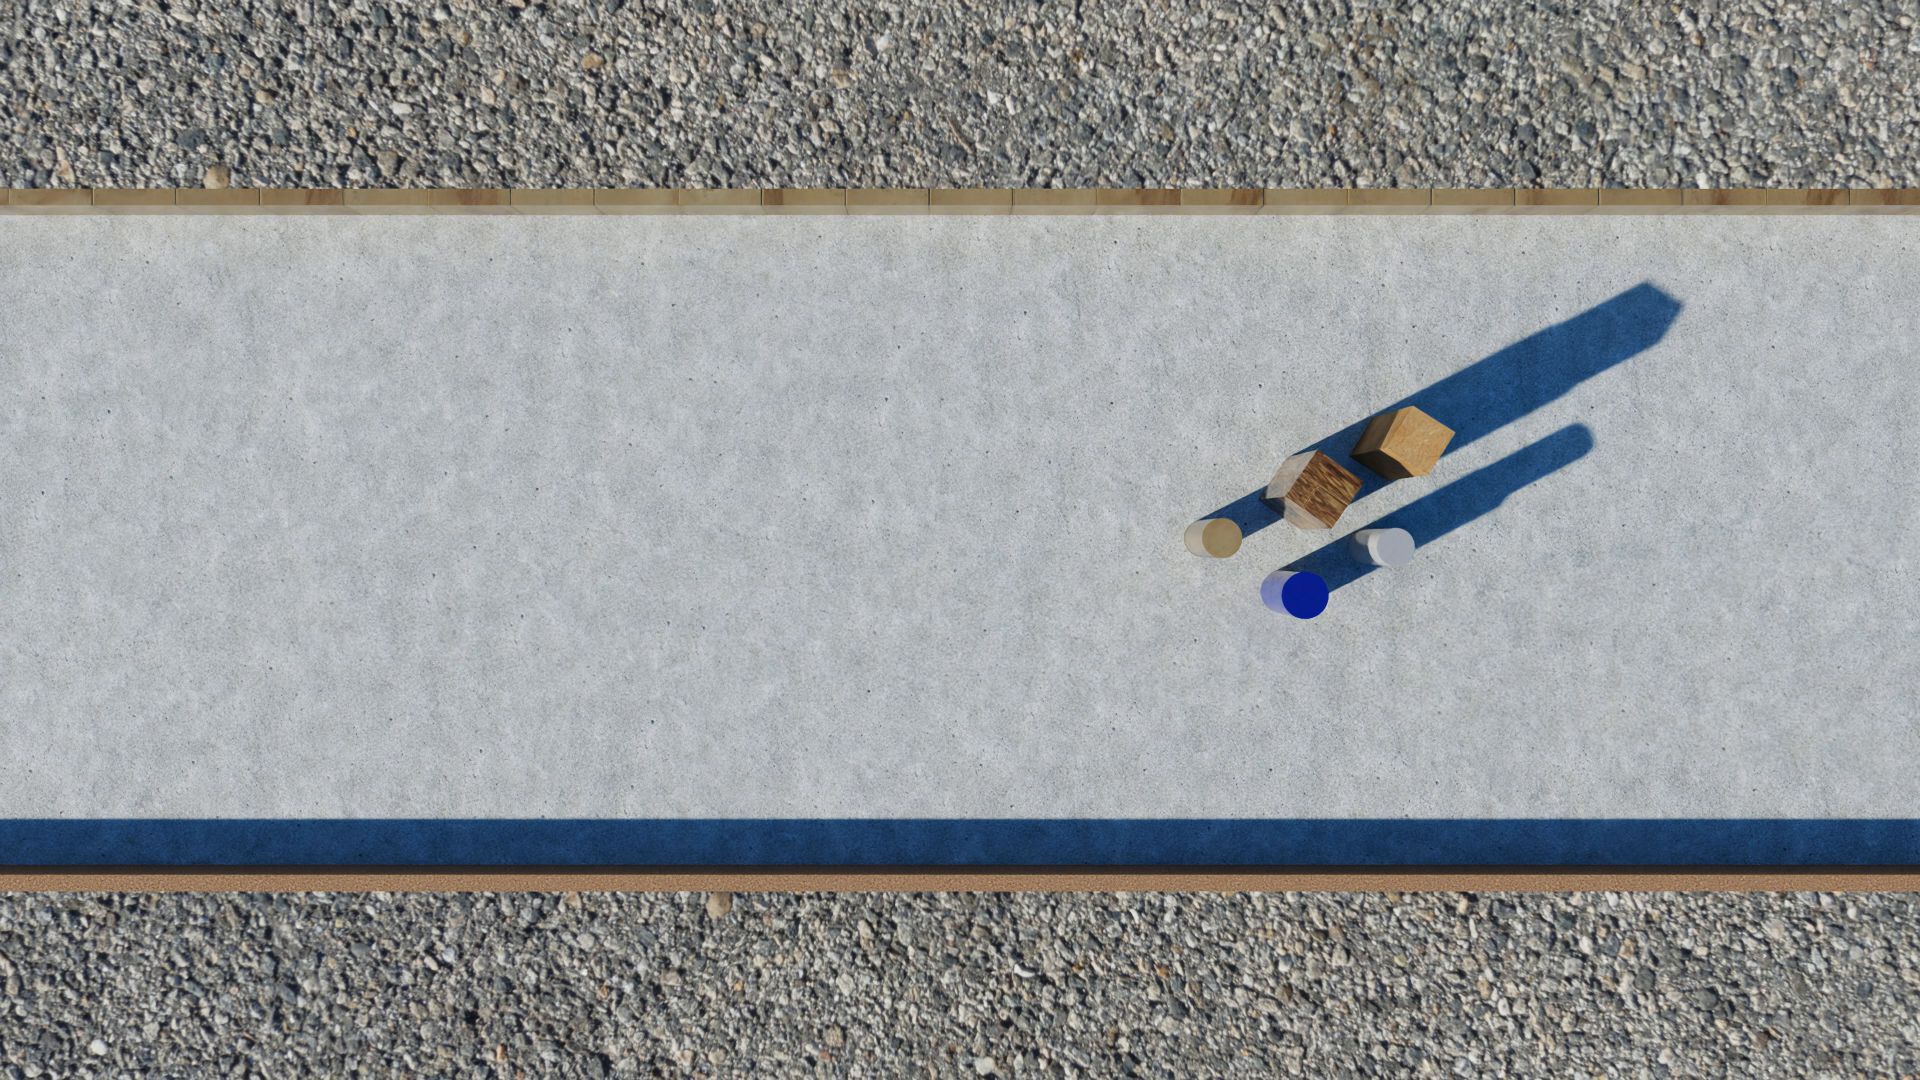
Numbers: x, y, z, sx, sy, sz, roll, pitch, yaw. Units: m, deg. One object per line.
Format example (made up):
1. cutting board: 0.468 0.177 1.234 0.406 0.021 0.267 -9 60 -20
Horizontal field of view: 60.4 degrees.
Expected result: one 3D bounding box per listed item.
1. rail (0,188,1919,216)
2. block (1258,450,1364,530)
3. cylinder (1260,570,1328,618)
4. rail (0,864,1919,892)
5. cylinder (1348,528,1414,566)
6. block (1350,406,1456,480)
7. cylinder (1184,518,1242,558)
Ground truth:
1. rail: -2.247 -1.025 5.002 12.000 0.150 0.050 0 90 0
2. block: 1.027 -0.143 4.859 0.160 0.435 0.160 35 90 0
3. cylinder: 0.993 0.159 4.911 0.137 0.332 0.137 0 90 0
4. rail: -2.247 1.025 5.001 12.000 0.150 0.050 0 90 0
5. cylinder: 1.251 0.020 4.905 0.110 0.342 0.110 0 90 0
6. block: 1.294 -0.280 4.854 0.141 0.444 0.141 32 90 0
7. cylinder: 0.746 -0.005 4.885 0.115 0.382 0.115 0 90 0
